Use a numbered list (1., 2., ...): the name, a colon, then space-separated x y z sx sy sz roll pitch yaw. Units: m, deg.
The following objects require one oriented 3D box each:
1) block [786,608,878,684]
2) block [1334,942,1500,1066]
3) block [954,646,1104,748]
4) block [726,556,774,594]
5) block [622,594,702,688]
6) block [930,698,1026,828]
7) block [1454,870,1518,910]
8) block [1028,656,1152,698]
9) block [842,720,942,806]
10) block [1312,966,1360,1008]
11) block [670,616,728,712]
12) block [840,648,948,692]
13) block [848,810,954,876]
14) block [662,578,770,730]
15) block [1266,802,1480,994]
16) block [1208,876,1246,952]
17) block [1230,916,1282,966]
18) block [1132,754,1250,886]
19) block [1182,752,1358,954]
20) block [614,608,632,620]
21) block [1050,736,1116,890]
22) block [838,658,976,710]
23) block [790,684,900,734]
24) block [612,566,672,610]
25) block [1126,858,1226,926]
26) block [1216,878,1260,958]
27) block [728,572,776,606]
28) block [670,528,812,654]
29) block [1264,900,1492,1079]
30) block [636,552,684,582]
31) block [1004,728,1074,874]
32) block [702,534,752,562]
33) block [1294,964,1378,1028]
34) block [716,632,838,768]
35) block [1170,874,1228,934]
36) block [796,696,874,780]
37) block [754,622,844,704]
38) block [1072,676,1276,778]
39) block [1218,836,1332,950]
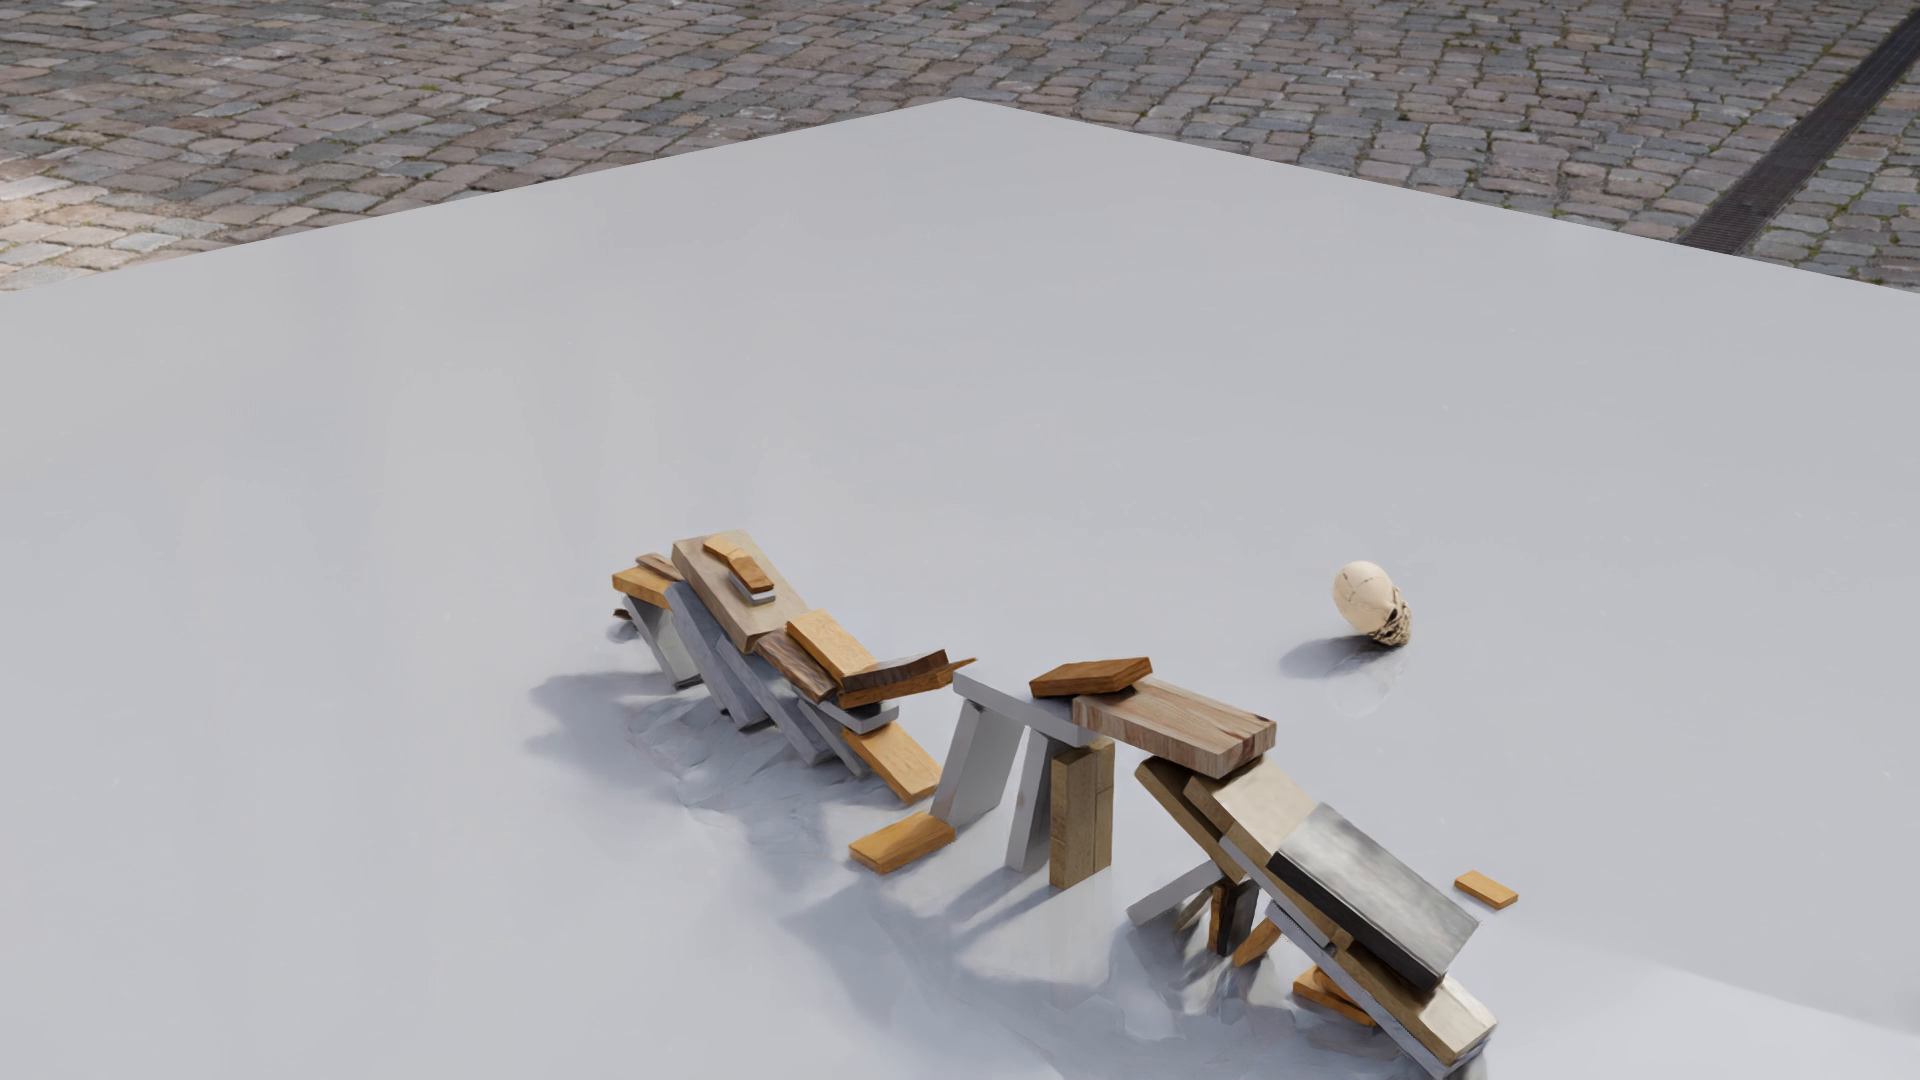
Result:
1. block: -0.267 0.224 4.617 0.097 0.027 0.194 -19 51 -43
2. block: 0.769 0.760 3.714 0.129 0.036 0.257 -22 53 -40
3. block: 0.158 0.294 4.176 0.162 0.046 0.323 -21 31 -41
4. block: -0.455 0.075 4.772 0.054 0.015 0.109 -13 42 -34
5. block: -0.659 0.213 5.026 0.121 0.034 0.241 -20 71 -39
6. block: 0.044 0.423 4.354 0.162 0.323 0.046 -21 50 -41
7. block: 0.999 0.664 4.176 0.054 0.015 0.109 -17 28 -34
8. block: 0.241 0.254 4.073 0.213 0.030 0.107 -8 11 47
9. block: -0.134 0.449 4.560 0.109 0.031 0.218 -21 53 -41
10. block: 0.699 0.776 3.805 0.163 0.023 0.081 27 28 25
11. block: -0.537 0.254 4.910 0.121 0.241 0.034 -21 -13 -41
12. block: -0.134 0.266 4.479 0.107 0.030 0.213 -21 4 -43
13. block: -0.115 0.595 4.323 0.194 0.027 0.097 -20 30 -39
14. block: -0.493 0.230 4.856 0.176 0.050 0.352 -21 76 -40
15. block: 0.700 0.601 3.725 0.334 0.047 0.167 38 43 16
16. block: 0.484 0.674 3.993 0.020 0.139 0.069 24 33 39
17. block: 0.553 0.697 3.925 0.081 0.163 0.023 -19 62 -39
18. block: 0.451 0.481 3.936 0.136 0.039 0.272 -23 61 -42
19. block: 0.584 0.528 3.824 0.167 0.047 0.392 -24 59 -40
20. block: -0.776 0.177 5.254 0.100 0.014 0.050 -6 -19 43
21. block: 0.233 0.519 4.189 0.039 0.272 0.136 21 31 41
22. block: -0.108 0.292 4.459 0.107 0.030 0.334 -20 3 -40
23. block: -0.242 0.332 4.628 0.109 0.031 0.218 -21 38 -41
24. block: -0.669 0.104 4.991 0.121 0.034 0.241 -21 26 -40
25. block: 0.432 0.620 4.019 0.136 0.039 0.272 -22 -13 -41
26. block: 0.504 0.682 3.974 0.020 0.139 0.069 30 36 35
27. block: -0.451 0.100 4.766 0.054 0.015 0.109 -14 42 -35
28. block: -0.473 0.108 4.804 0.176 0.050 0.352 -11 41 -33
29. block: 0.712 0.744 3.770 0.129 0.036 0.409 -21 52 -40
30. block: -0.665 0.068 5.020 0.050 0.014 0.226 -17 23 -33
31. block: 0.182 0.474 4.226 0.162 0.323 0.046 -21 42 -41
32. block: -0.513 0.025 4.853 0.100 0.014 0.050 28 36 21
33. block: 0.676 0.796 3.854 0.163 0.023 0.081 20 30 38
34. block: -0.351 0.316 4.738 0.176 0.050 0.352 -21 61 -41
35. block: 0.446 0.665 4.031 0.069 0.139 0.020 -22 65 -41
36. block: -0.236 0.400 4.650 0.109 0.031 0.218 -21 59 -41
37. block: -0.328 0.257 4.602 0.193 0.027 0.097 39 46 24
38. block: 0.383 0.328 3.961 0.334 0.047 0.167 19 30 40
39. block: 0.586 0.584 3.835 0.129 0.036 0.257 -24 59 -41
